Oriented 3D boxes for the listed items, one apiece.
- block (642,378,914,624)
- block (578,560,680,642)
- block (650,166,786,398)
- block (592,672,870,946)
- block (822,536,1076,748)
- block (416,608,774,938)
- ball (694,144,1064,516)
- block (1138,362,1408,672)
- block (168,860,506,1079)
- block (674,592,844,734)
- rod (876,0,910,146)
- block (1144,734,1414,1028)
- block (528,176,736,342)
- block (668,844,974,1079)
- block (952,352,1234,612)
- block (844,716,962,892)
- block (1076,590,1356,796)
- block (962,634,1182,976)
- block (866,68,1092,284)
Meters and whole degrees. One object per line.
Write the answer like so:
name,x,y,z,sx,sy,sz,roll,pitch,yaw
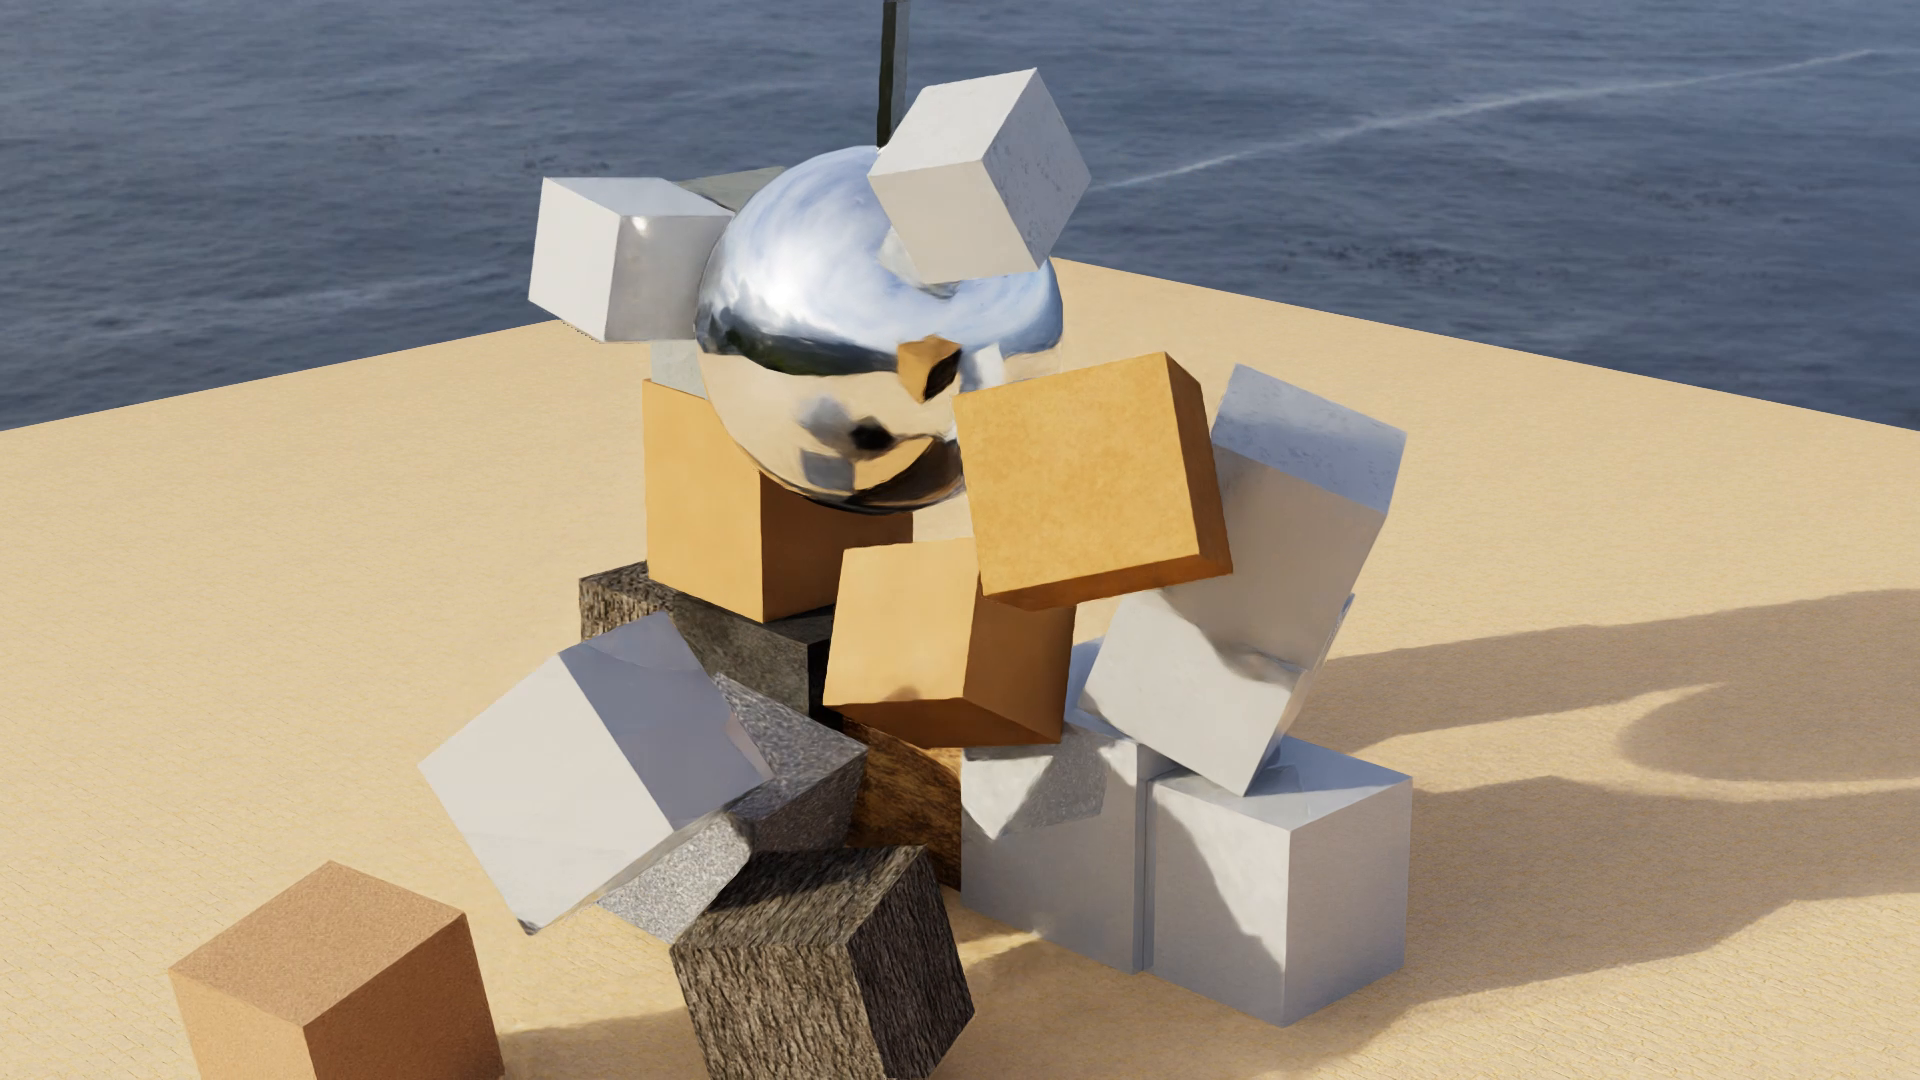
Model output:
block,-0.874,-0.281,14.124,0.927,0.997,0.904,-15,23,-39
block,-1.297,0.619,14.893,0.886,0.889,0.877,-17,24,-42
block,-0.916,-1.198,13.813,0.804,0.939,0.763,-15,23,-39
block,-1.054,1.219,12.862,0.812,0.757,0.941,25,27,20
block,-0.034,0.448,12.436,0.732,0.691,0.713,-5,-21,36
block,-1.409,0.896,11.388,0.846,0.797,0.752,-37,-6,28
ball,-0.346,-0.906,12.694,1.600,1.600,1.600,0,17,0
block,1.266,-0.096,11.827,0.748,0.803,0.690,23,33,2
block,-2.339,1.817,11.057,0.768,0.751,0.801,13,34,36
block,-0.643,0.753,14.223,1.080,1.034,0.988,-16,23,-41
rod,-0.150,-4.198,11.865,0.080,5.200,0.080,17,19,42
block,1.340,1.414,12.390,0.819,0.873,0.760,-17,24,-42
block,-1.458,-1.259,13.084,0.623,0.568,0.650,-5,23,-39
block,-0.519,1.698,11.282,0.766,0.749,0.750,-6,21,27
block,0.509,-0.202,11.031,0.810,0.753,0.736,-11,-9,14
block,0.026,1.054,13.637,0.745,0.811,0.856,-17,24,-42
block,1.072,0.461,12.264,0.785,0.662,0.753,28,34,11
block,0.707,1.141,12.968,1.019,1.048,0.962,16,24,42
block,0.082,-1.451,11.730,0.546,0.551,0.593,-4,42,34
